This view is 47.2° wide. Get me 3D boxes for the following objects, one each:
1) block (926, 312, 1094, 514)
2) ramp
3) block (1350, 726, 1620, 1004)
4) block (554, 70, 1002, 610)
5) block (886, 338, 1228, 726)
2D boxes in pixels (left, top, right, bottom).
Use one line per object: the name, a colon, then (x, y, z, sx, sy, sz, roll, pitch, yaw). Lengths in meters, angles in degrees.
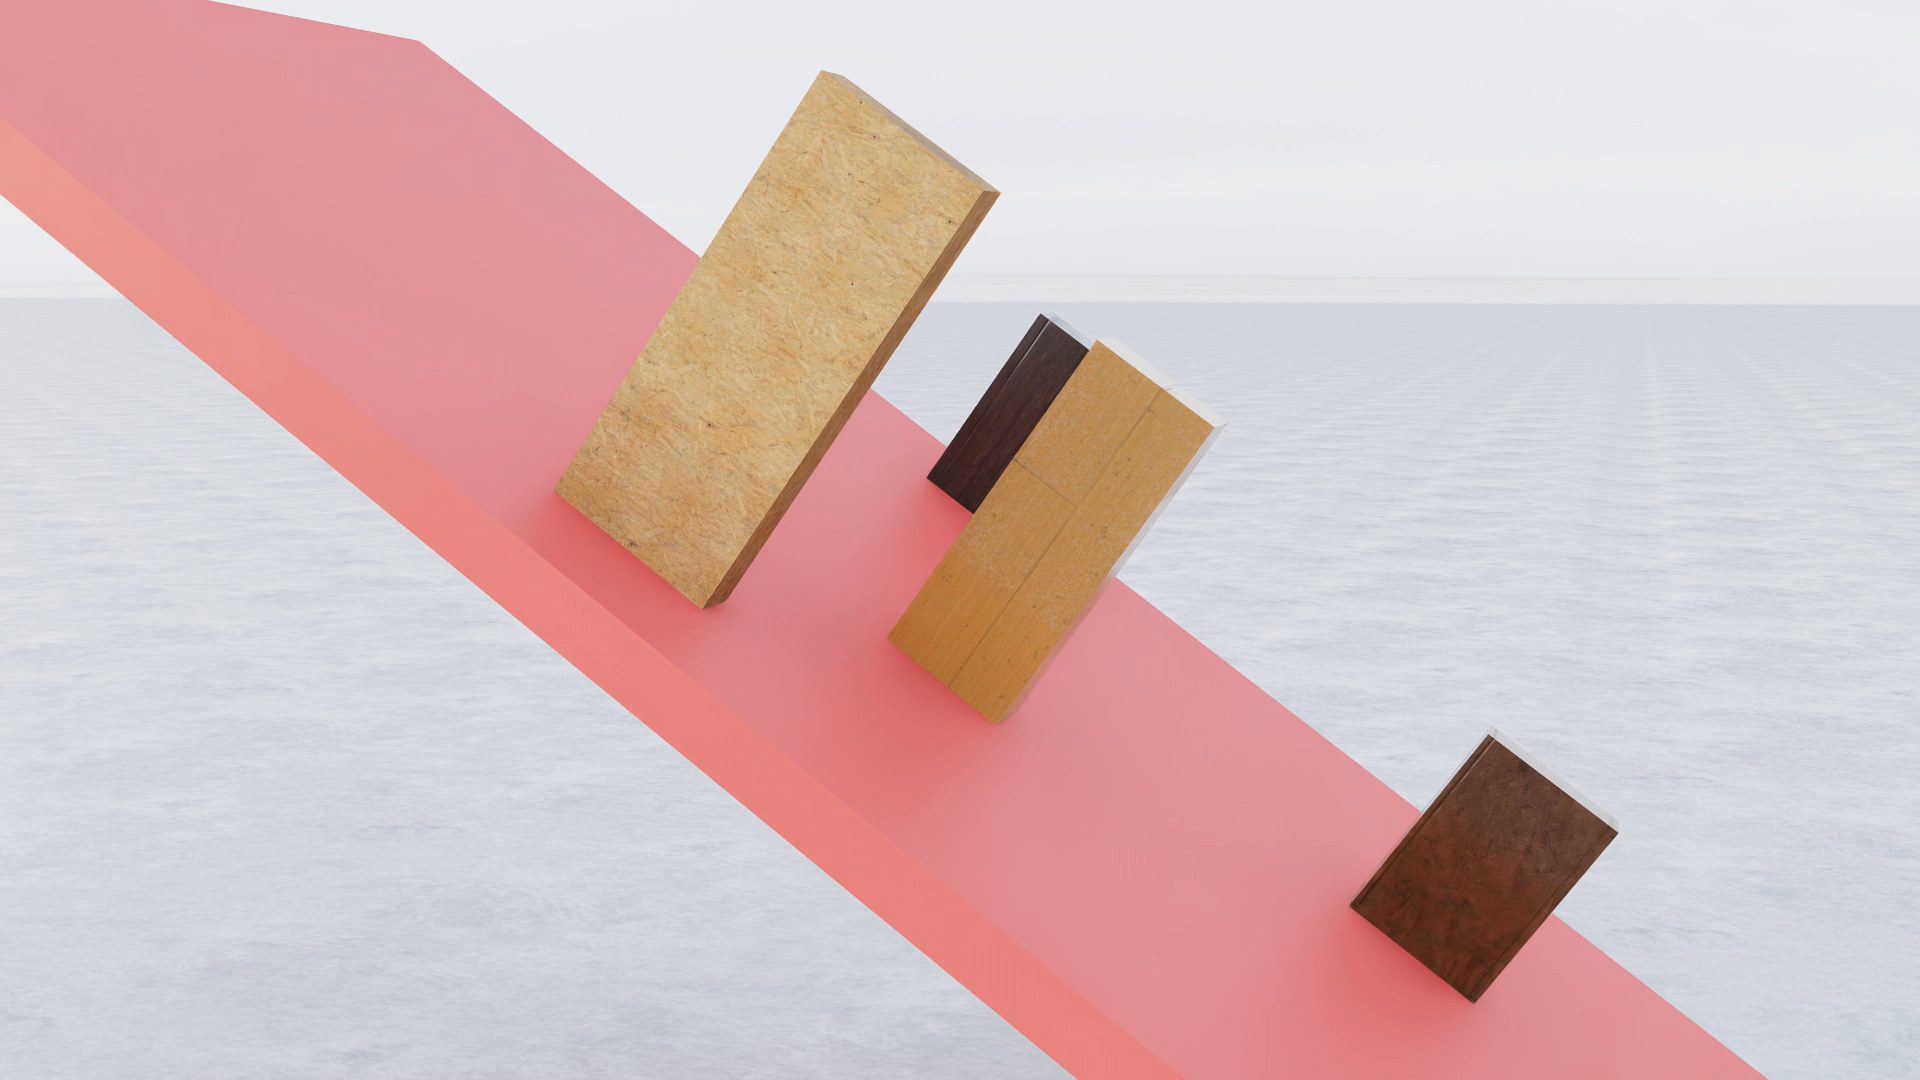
block: (0.187, -0.216, 4.709, 0.316, 0.436, 0.105, 38, 16, 10)
ramp: (-0.081, 0.149, 4.077, 4.000, 0.100, 2.000, 38, 16, 10)
block: (0.943, 0.585, 3.965, 0.279, 0.410, 0.082, 38, 16, 10)
block: (-0.285, -0.295, 3.329, 0.304, 0.772, 0.094, 38, 16, 10)
block: (0.160, -0.014, 3.697, 0.240, 0.627, 0.123, 38, 16, 10)
